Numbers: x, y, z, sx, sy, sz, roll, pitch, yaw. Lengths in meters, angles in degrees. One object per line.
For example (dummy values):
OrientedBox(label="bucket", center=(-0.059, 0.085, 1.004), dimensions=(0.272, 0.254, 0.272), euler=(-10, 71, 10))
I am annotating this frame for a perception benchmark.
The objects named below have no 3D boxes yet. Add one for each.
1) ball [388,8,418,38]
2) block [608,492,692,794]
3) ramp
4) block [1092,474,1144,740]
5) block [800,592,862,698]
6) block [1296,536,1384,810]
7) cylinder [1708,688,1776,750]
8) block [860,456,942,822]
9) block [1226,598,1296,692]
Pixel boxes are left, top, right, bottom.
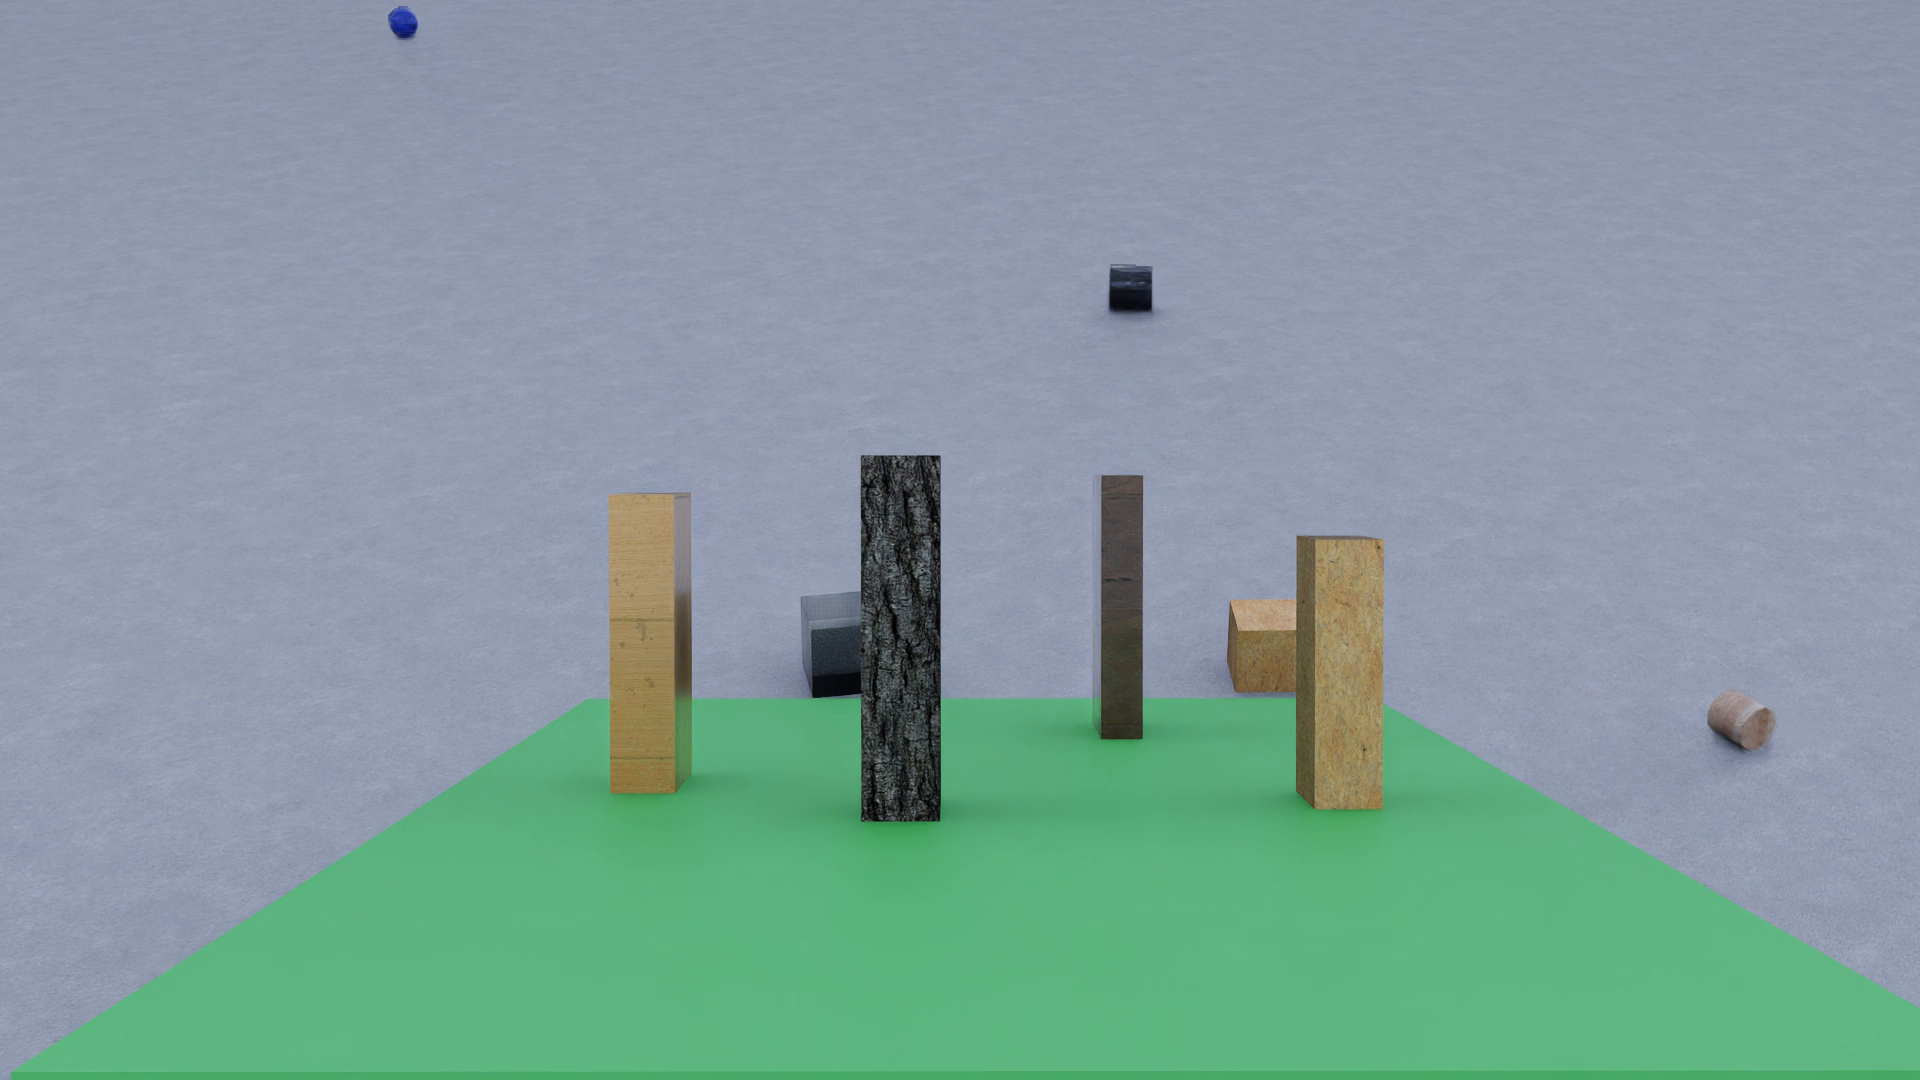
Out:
OrientedBox(label="ball", center=(-2.838, -2.637, 13.145), dimensions=(0.147, 0.147, 0.147), euler=(0, 25, 0))
OrientedBox(label="block", center=(-0.578, 0.184, 4.832), dimensions=(0.118, 0.543, 0.308), euler=(0, 2, 0))
OrientedBox(label="ramp", center=(0.057, 0.515, 4.555), dimensions=(2.000, 0.100, 4.000), euler=(0, 2, 0))
OrientedBox(label="block", center=(0.351, 0.141, 5.760), dimensions=(0.090, 0.572, 0.356), euler=(0, 2, 0))
OrientedBox(label="block", center=(-0.306, 0.274, 6.810), dimensions=(0.201, 0.201, 0.201), euler=(-5, 25, -10))
OrientedBox(label="block", center=(0.673, 0.229, 4.584), dimensions=(0.118, 0.468, 0.248), euler=(0, 2, 0))
OrientedBox(label="cylinder", center=(1.975, 0.454, 6.518), dimensions=(0.117, 0.117, 0.117), euler=(-14, 30, -27))
OrientedBox(label="block", center=(-0.100, 0.161, 4.453), dimensions=(0.132, 0.614, 0.285), euler=(0, 2, 0))
OrientedBox(label="block", center=(0.812, 0.279, 6.821), dimensions=(0.182, 0.182, 0.182), euler=(-1, 25, -2))
